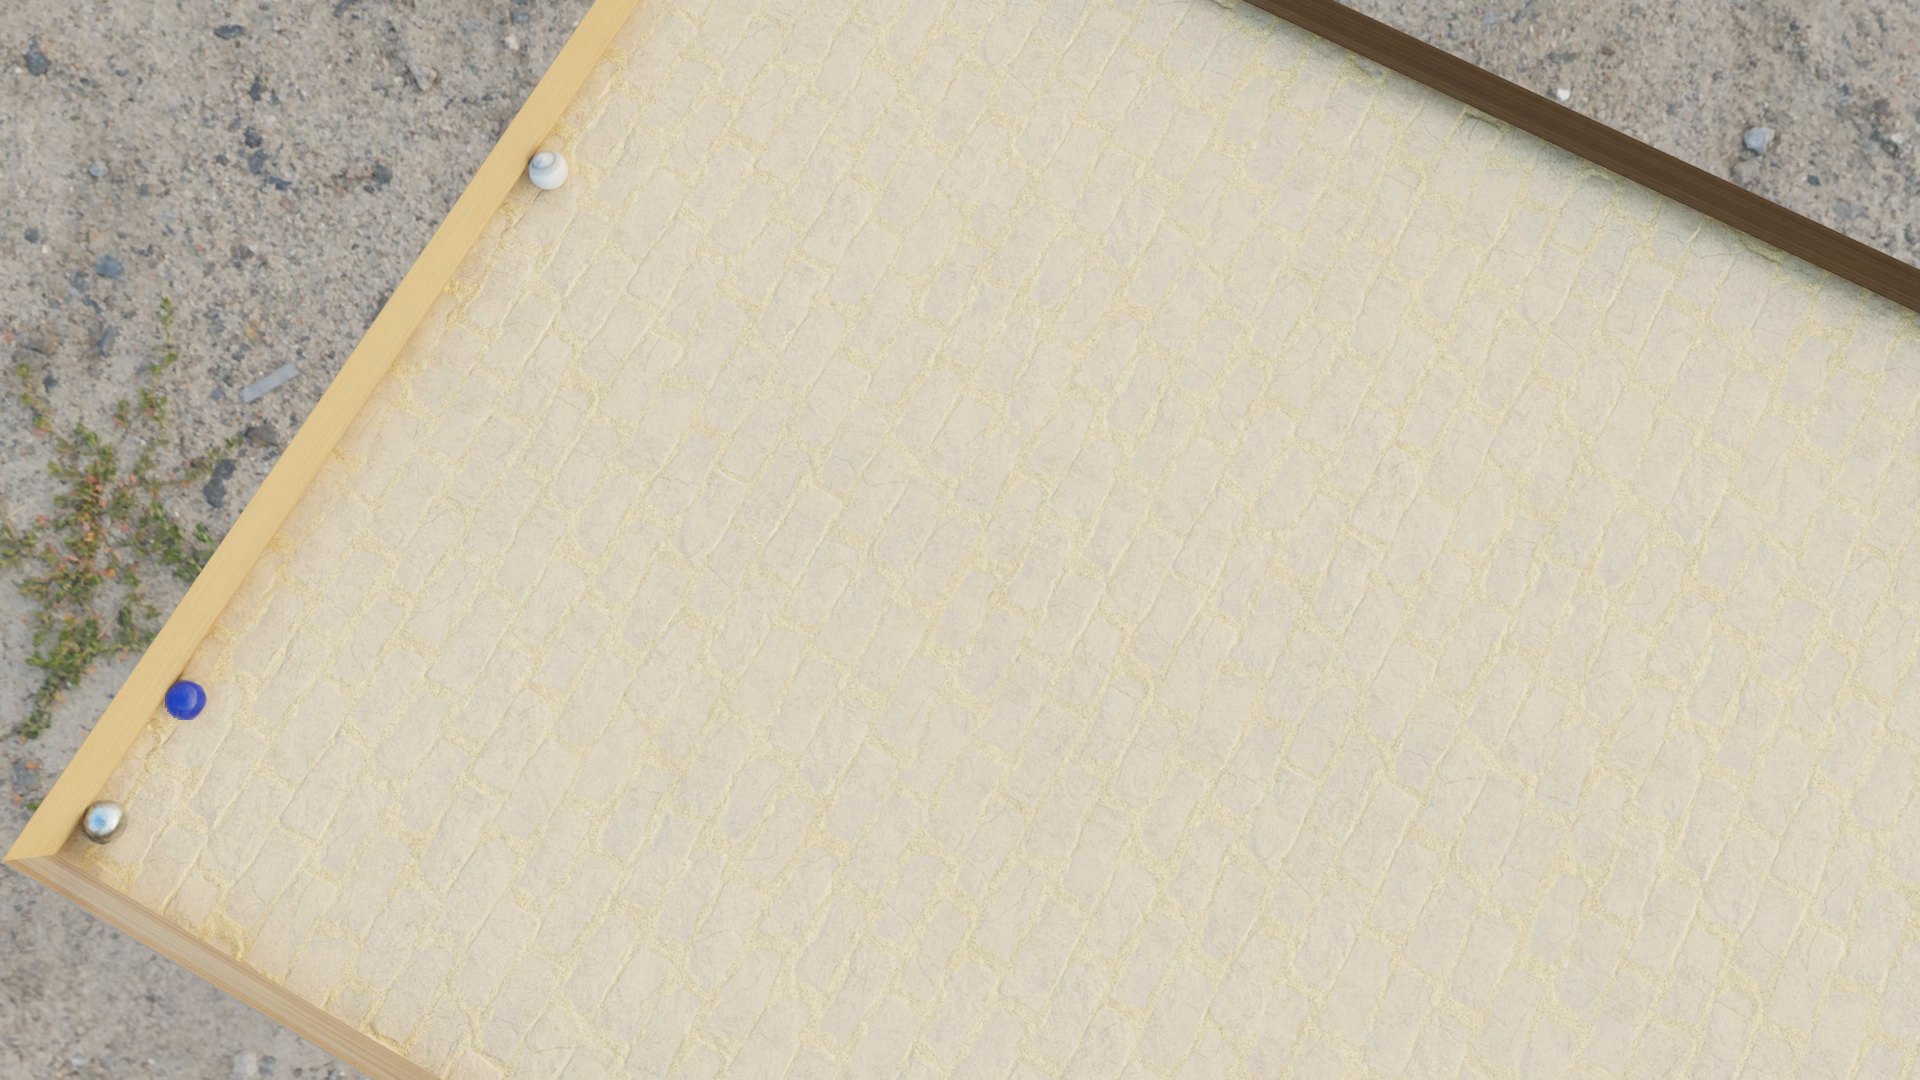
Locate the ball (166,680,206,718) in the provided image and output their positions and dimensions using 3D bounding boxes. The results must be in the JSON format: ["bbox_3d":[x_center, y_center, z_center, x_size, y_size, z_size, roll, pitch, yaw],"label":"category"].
[{"bbox_3d":[-1.175,0.242,3.341,0.058,0.058,0.058,0,71,0],"label":"ball"}]

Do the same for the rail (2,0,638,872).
[{"bbox_3d":[-0.842,-0.438,3.559,0.045,0.084,2.241,27,73,9],"label":"rail"}]

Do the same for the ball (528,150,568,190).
[{"bbox_3d":[-0.679,-0.611,3.629,0.064,0.064,0.064,0,71,0],"label":"ball"}]

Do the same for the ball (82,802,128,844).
[{"bbox_3d":[-1.275,0.421,3.277,0.063,0.063,0.063,0,71,0],"label":"ball"}]

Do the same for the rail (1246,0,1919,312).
[{"bbox_3d":[1.388,-0.470,3.569,3.931,0.084,0.045,27,73,9],"label":"rail"}]

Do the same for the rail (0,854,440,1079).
[{"bbox_3d":[0.338,1.353,2.947,3.931,0.084,0.045,27,73,9],"label":"rail"}]
